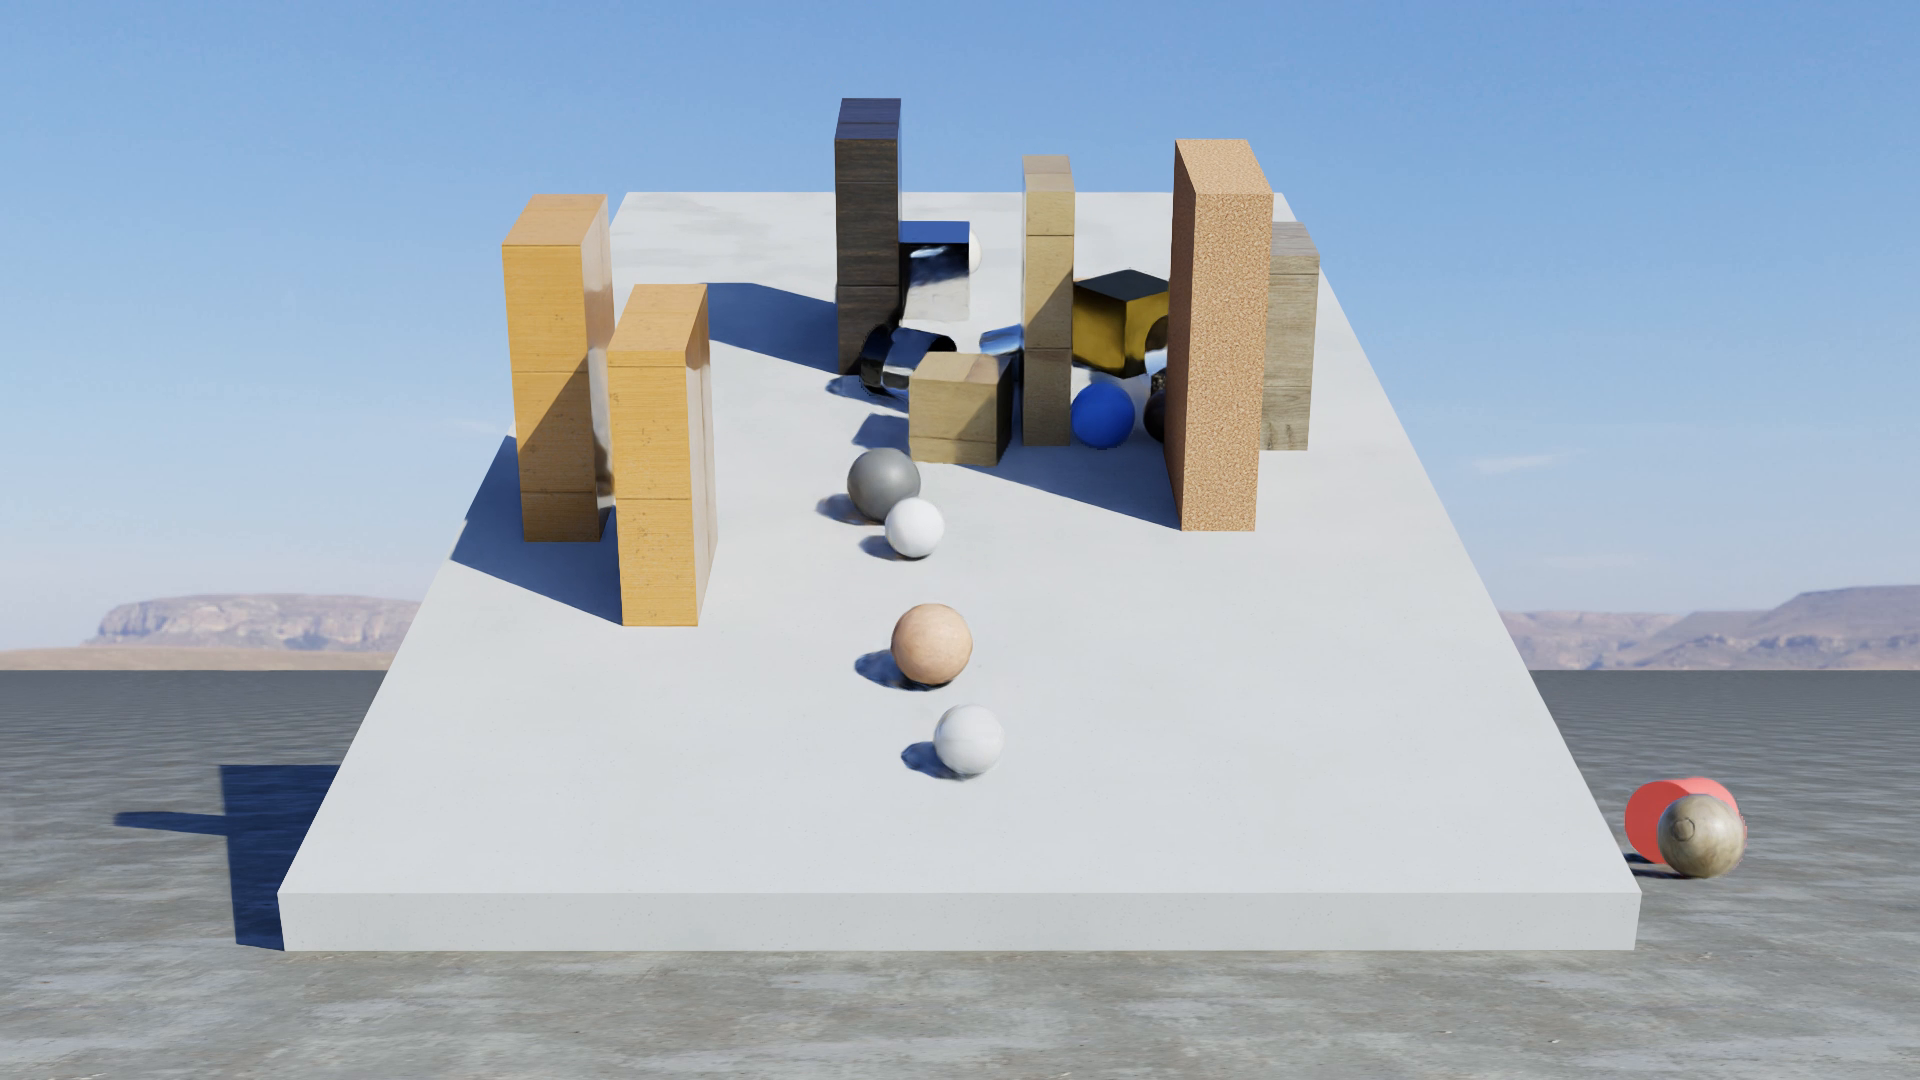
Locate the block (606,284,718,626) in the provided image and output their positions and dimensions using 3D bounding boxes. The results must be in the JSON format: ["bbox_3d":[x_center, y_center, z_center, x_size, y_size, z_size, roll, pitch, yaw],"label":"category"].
[{"bbox_3d":[-0.547,-0.163,4.305,0.136,0.529,0.398,0,23,0],"label":"block"}]

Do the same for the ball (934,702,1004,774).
[{"bbox_3d":[0.014,0.319,3.710,0.115,0.115,0.115,0,-3,0],"label":"ball"}]

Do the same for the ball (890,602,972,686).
[{"bbox_3d":[-0.049,0.180,3.999,0.142,0.142,0.142,0,-3,0],"label":"ball"}]

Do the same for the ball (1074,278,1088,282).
[{"bbox_3d":[0.301,-0.568,5.720,0.159,0.159,0.159,0,-3,0],"label":"ball"}]

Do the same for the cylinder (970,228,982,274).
[{"bbox_3d":[-0.048,-0.753,6.153,0.156,0.156,0.156,-2,19,34],"label":"cylinder"}]

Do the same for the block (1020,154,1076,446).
[{"bbox_3d":[0.189,-0.531,5.110,0.102,0.571,0.319,0,23,0],"label":"block"}]

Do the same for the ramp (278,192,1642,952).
[{"bbox_3d":[-0.007,-0.226,5.250,2.000,0.100,4.000,0,23,0],"label":"ramp"}]

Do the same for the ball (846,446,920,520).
[{"bbox_3d":[-0.154,-0.114,4.672,0.149,0.149,0.149,0,-3,0],"label":"ball"}]

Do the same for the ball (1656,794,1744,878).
[{"bbox_3d":[1.468,0.587,4.591,0.168,0.168,0.168,0,-3,0],"label":"ball"}]

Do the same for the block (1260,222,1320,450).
[{"bbox_3d":[0.690,-0.450,5.091,0.137,0.440,0.267,0,23,0],"label":"block"}]

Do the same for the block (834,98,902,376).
[{"bbox_3d":[-0.216,-0.738,5.592,0.145,0.570,0.425,0,23,0],"label":"block"}]

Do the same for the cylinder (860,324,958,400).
[{"bbox_3d":[-0.116,-0.403,5.326,0.164,0.164,0.164,14,4,29],"label":"cylinder"}]

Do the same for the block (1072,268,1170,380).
[{"bbox_3d":[0.402,-0.522,5.570,0.192,0.192,0.192,-18,29,-36],"label":"block"}]

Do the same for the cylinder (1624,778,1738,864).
[{"bbox_3d":[1.552,0.603,4.978,0.177,0.177,0.177,-3,-4,43],"label":"cylinder"}]

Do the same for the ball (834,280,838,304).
[{"bbox_3d":[-0.265,-0.637,5.930,0.117,0.117,0.117,0,-3,0],"label":"ball"}]

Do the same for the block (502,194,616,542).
[{"bbox_3d":[-0.788,-0.348,4.634,0.149,0.608,0.368,0,23,0],"label":"block"}]

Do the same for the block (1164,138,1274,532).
[{"bbox_3d":[0.517,-0.422,4.705,0.147,0.692,0.440,0,23,0],"label":"block"}]

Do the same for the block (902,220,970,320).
[{"bbox_3d":[-0.078,-0.694,5.952,0.205,0.205,0.205,0,23,1],"label":"block"}]

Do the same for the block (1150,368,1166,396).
[{"bbox_3d":[0.508,-0.317,5.183,0.121,0.121,0.121,14,27,29],"label":"block"}]

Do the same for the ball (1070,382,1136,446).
[{"bbox_3d":[0.311,-0.274,5.057,0.141,0.141,0.141,0,-3,0],"label":"ball"}]

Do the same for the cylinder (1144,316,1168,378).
[{"bbox_3d":[0.562,-0.432,5.330,0.196,0.196,0.196,-13,6,-42],"label":"cylinder"}]

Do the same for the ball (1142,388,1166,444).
[{"bbox_3d":[0.462,-0.272,5.076,0.123,0.123,0.123,0,-3,0],"label":"ball"}]

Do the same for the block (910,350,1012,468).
[{"bbox_3d":[0.003,-0.286,5.023,0.189,0.189,0.189,5,24,10],"label":"block"}]

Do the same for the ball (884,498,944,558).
[{"bbox_3d":[-0.088,-0.025,4.506,0.117,0.117,0.117,0,-3,0],"label":"ball"}]
